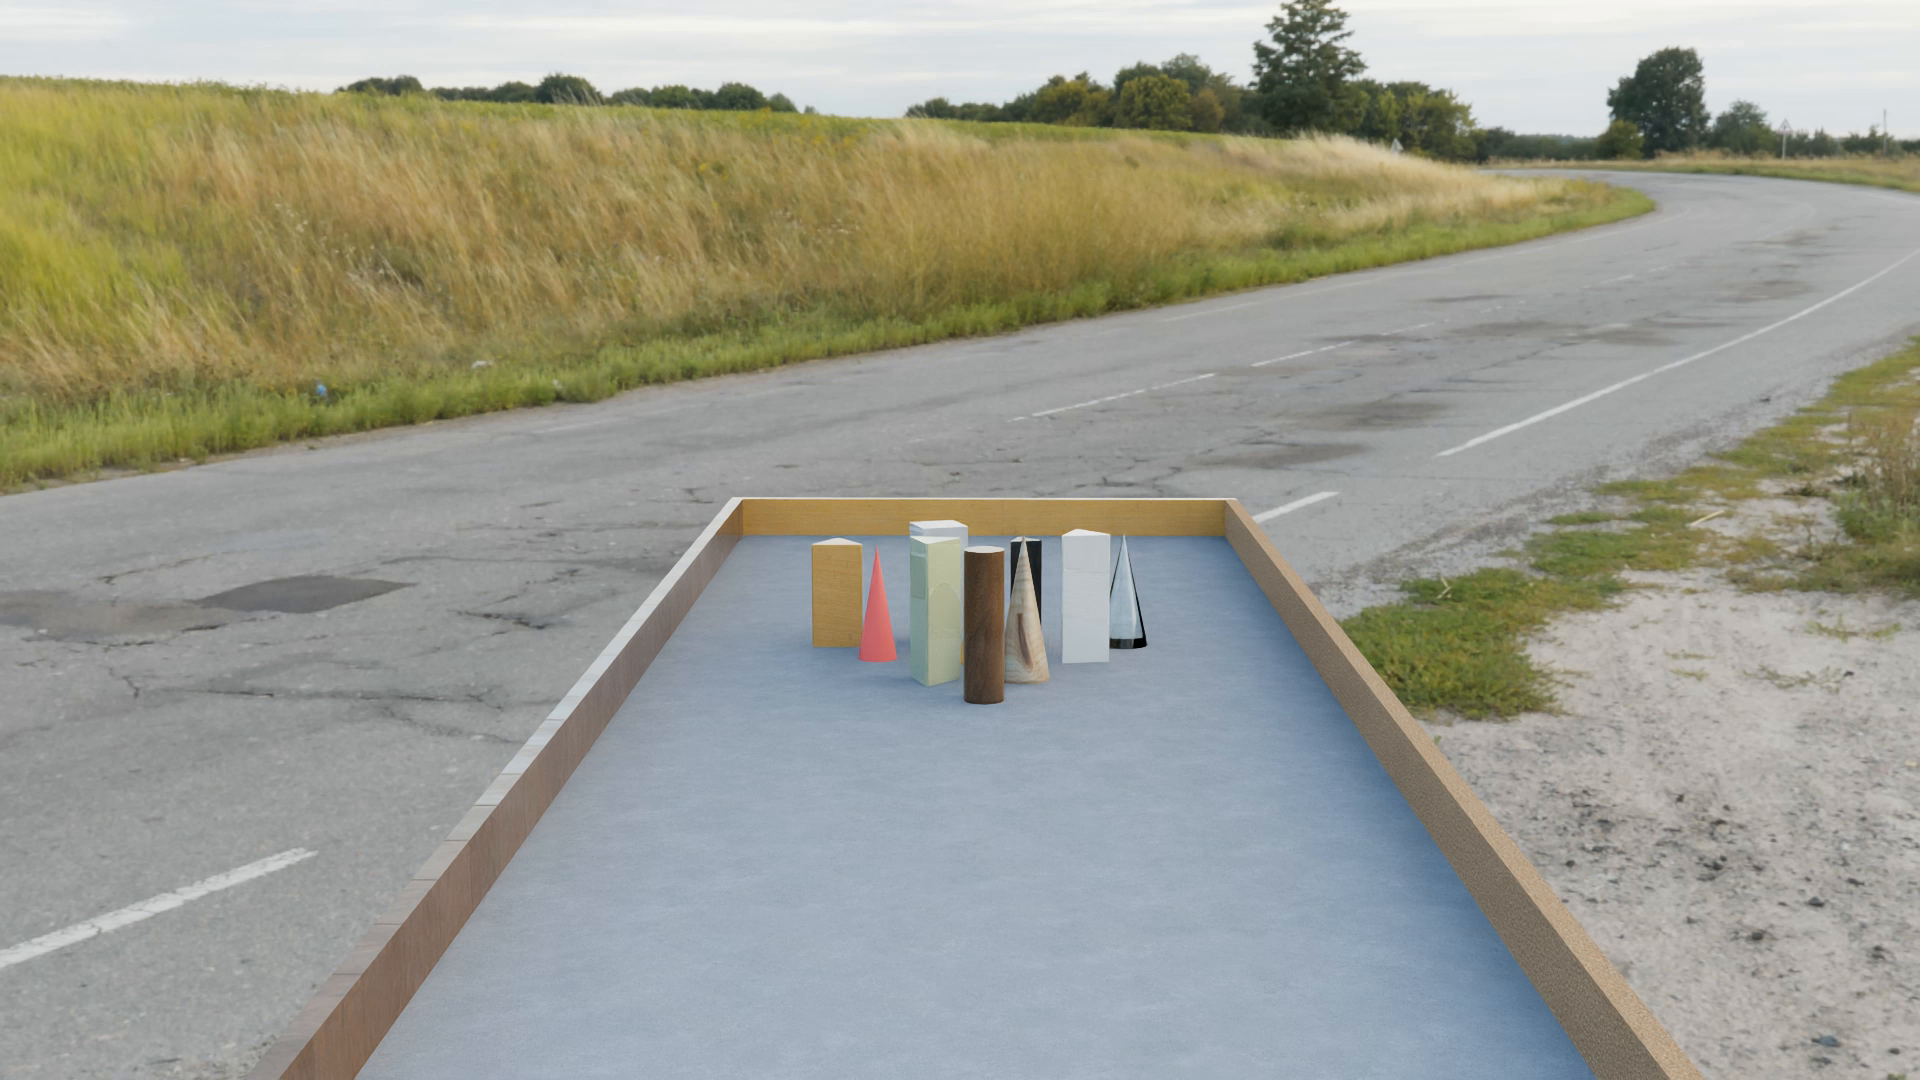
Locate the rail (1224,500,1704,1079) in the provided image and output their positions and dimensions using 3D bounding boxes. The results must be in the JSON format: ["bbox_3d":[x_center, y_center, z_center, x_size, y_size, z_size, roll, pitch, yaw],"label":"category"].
[{"bbox_3d":[1.046,0.843,3.208,0.050,0.150,12.000,0,9,1],"label":"rail"}]

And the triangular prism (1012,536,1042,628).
[{"bbox_3d":[0.197,0.160,6.933,0.099,0.333,0.086,-2,9,-14],"label":"triangular prism"}]

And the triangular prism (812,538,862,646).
[{"bbox_3d":[-0.385,0.164,6.941,0.155,0.324,0.135,0,9,-1],"label":"triangular prism"}]

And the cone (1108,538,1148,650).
[{"bbox_3d":[0.513,0.153,6.908,0.157,0.355,0.157,0,9,0],"label":"cone"}]

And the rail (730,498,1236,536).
[{"bbox_3d":[0.099,-0.098,9.147,2.100,0.150,0.050,0,9,1],"label":"rail"}]

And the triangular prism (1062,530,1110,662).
[{"bbox_3d":[0.369,0.168,6.702,0.147,0.390,0.127,-1,9,-9],"label":"triangular prism"}]

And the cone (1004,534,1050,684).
[{"bbox_3d":[0.185,0.190,6.412,0.160,0.438,0.160,0,9,0],"label":"cone"}]

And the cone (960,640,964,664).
[{"bbox_3d":[0.075,0.218,6.662,0.171,0.304,0.171,0,9,0],"label":"cone"}]

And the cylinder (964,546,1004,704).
[{"bbox_3d":[0.067,0.238,6.143,0.114,0.428,0.114,0,9,0],"label":"cylinder"}]

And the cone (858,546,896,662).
[{"bbox_3d":[-0.252,0.188,6.703,0.119,0.351,0.119,0,9,0],"label":"cone"}]

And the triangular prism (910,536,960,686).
[{"bbox_3d":[-0.095,0.201,6.409,0.127,0.416,0.147,8,12,40],"label":"triangular prism"}]

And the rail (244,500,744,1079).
[{"bbox_3d":[-1.004,0.839,3.234,0.050,0.150,12.000,0,9,1],"label":"rail"}]

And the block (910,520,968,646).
[{"bbox_3d":[-0.067,0.138,6.930,0.146,0.379,0.146,-3,9,-18],"label":"block"}]
